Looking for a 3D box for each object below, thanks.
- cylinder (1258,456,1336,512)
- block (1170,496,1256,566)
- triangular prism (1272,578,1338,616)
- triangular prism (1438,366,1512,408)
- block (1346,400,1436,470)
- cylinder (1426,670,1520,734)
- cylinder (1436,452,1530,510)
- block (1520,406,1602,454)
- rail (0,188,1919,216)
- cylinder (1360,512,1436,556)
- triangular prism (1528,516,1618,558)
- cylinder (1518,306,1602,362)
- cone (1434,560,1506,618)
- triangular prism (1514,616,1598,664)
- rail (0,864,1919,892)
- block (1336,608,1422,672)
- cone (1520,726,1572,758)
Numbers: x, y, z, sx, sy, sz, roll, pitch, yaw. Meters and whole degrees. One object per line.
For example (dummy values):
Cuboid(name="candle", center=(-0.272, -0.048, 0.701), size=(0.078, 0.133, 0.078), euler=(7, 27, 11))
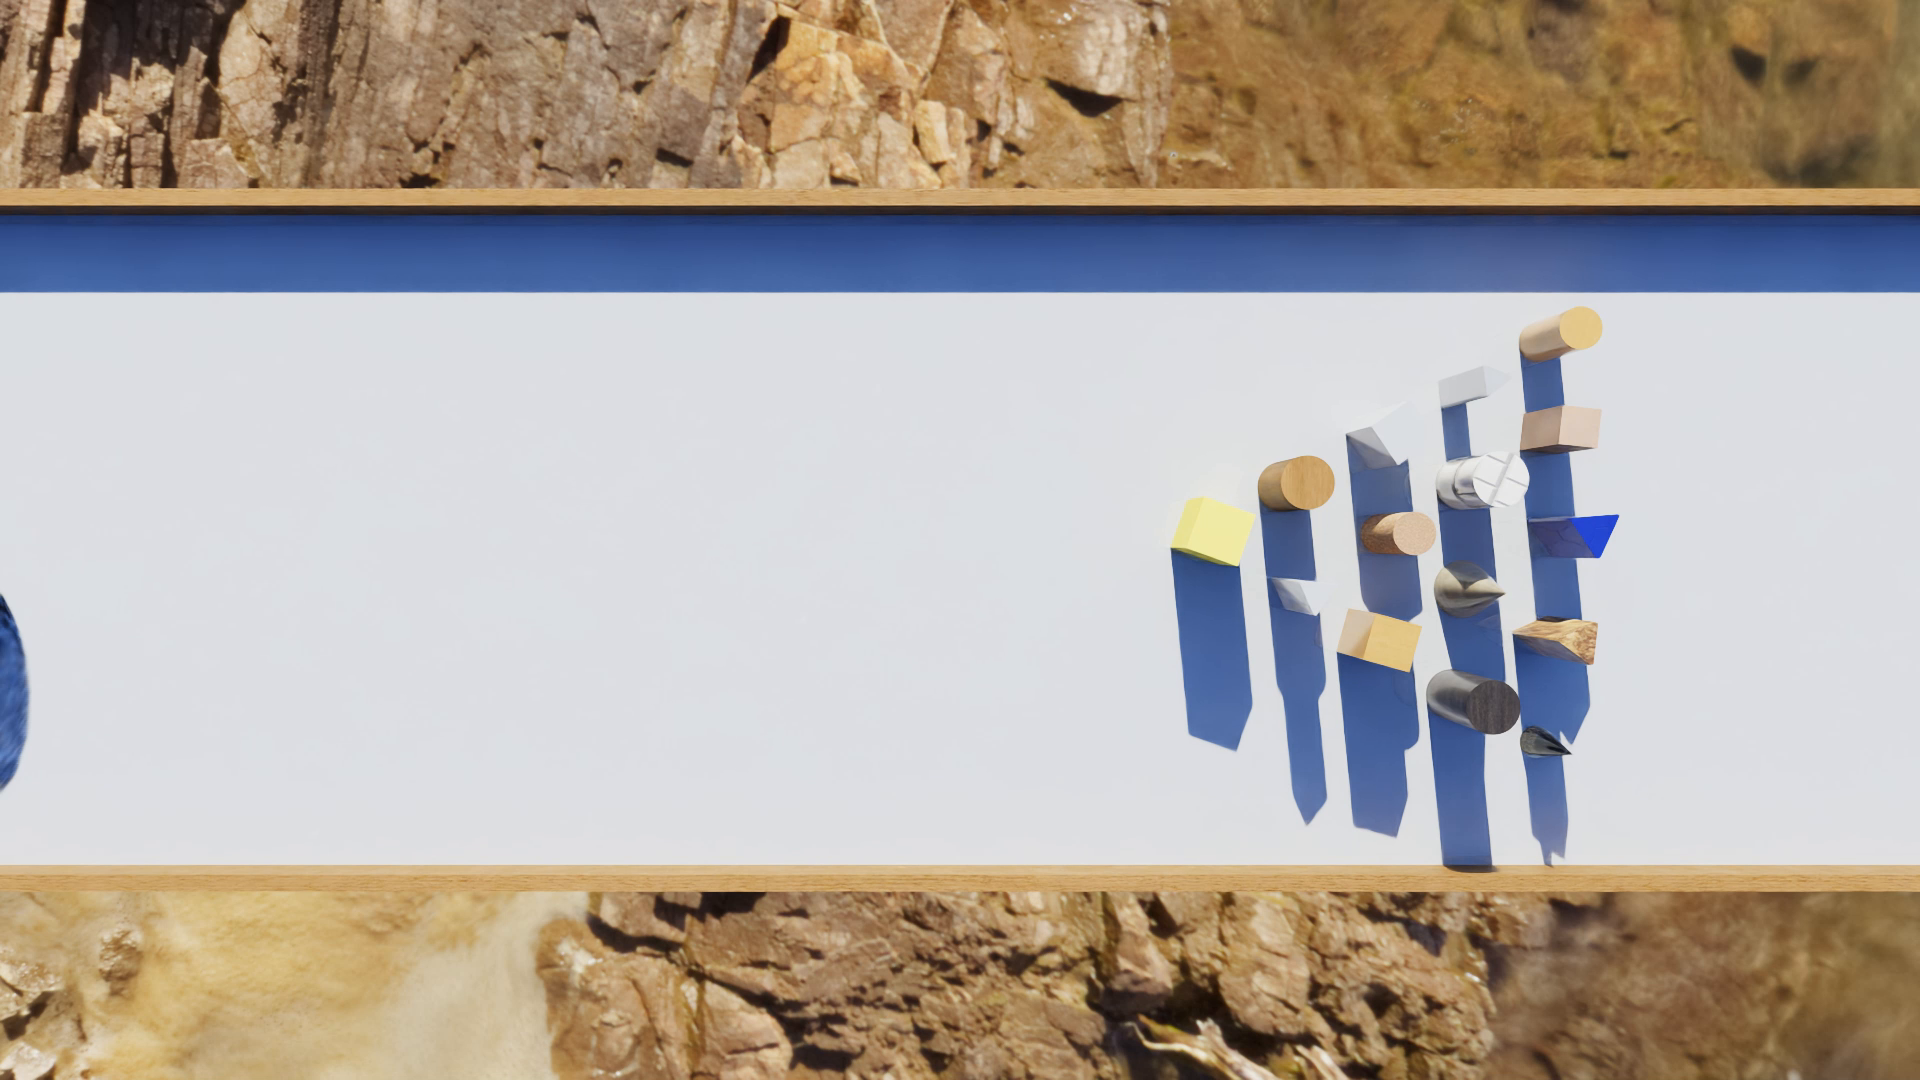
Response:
Cuboid(name="cylinder", center=(0.993, -0.164, 4.891), size=(0.155, 0.371, 0.155), euler=(0, 90, 0))
Cuboid(name="block", center=(0.747, -0.025, 4.896), size=(0.156, 0.361, 0.156), euler=(20, 90, 0))
Cuboid(name="triangular prism", center=(0.997, 0.143, 4.868), size=(0.093, 0.417, 0.108), euler=(36, 90, 0))
Cuboid(name="triangular prism", center=(1.497, -0.461, 4.858), size=(0.089, 0.438, 0.077), euler=(-38, 90, 0))
Cuboid(name="block", center=(1.281, -0.310, 4.916), size=(0.136, 0.321, 0.136), euler=(-34, 90, 0))
Cuboid(name="cylinder", center=(1.511, 0.475, 4.874), size=(0.155, 0.404, 0.155), euler=(0, 90, 0))
Cuboid(name="cylinder", center=(1.544, -0.173, 4.891), size=(0.160, 0.372, 0.160), euler=(0, 90, 0))
Cuboid(name="block", center=(1.784, -0.326, 4.910), size=(0.112, 0.332, 0.112), euler=(6, 90, 0))
Cuboid(name="rail", center=(-2.247, -1.025, 5.002), size=(12.000, 0.150, 0.050), euler=(0, 90, 0))
Cuboid(name="cylinder", center=(1.295, -0.018, 4.886), size=(0.124, 0.380, 0.124), euler=(0, 90, 0))
Cuboid(name="triangular prism", center=(1.835, -0.037, 4.896), size=(0.119, 0.361, 0.138), euler=(-35, 90, 0))
Cuboid(name="cylinder", center=(1.781, -0.608, 4.903), size=(0.124, 0.347, 0.124), euler=(0, 90, 0))
Cuboid(name="cone", center=(1.547, 0.151, 4.873), size=(0.179, 0.408, 0.179), euler=(0, 90, 0))
Cuboid(name="triangular prism", center=(1.779, 0.277, 4.881), size=(0.121, 0.391, 0.105), euler=(36, 90, 0))
Cuboid(name="rail", center=(-2.247, 1.025, 5.001), size=(12.000, 0.150, 0.050), euler=(0, 90, 0))
Cuboid(name="block", center=(1.243, 0.295, 4.908), size=(0.138, 0.337, 0.138), euler=(16, 90, 0))
Cuboid(name="cone", center=(1.773, 0.621, 4.923), size=(0.101, 0.308, 0.101), euler=(0, 90, 0))
